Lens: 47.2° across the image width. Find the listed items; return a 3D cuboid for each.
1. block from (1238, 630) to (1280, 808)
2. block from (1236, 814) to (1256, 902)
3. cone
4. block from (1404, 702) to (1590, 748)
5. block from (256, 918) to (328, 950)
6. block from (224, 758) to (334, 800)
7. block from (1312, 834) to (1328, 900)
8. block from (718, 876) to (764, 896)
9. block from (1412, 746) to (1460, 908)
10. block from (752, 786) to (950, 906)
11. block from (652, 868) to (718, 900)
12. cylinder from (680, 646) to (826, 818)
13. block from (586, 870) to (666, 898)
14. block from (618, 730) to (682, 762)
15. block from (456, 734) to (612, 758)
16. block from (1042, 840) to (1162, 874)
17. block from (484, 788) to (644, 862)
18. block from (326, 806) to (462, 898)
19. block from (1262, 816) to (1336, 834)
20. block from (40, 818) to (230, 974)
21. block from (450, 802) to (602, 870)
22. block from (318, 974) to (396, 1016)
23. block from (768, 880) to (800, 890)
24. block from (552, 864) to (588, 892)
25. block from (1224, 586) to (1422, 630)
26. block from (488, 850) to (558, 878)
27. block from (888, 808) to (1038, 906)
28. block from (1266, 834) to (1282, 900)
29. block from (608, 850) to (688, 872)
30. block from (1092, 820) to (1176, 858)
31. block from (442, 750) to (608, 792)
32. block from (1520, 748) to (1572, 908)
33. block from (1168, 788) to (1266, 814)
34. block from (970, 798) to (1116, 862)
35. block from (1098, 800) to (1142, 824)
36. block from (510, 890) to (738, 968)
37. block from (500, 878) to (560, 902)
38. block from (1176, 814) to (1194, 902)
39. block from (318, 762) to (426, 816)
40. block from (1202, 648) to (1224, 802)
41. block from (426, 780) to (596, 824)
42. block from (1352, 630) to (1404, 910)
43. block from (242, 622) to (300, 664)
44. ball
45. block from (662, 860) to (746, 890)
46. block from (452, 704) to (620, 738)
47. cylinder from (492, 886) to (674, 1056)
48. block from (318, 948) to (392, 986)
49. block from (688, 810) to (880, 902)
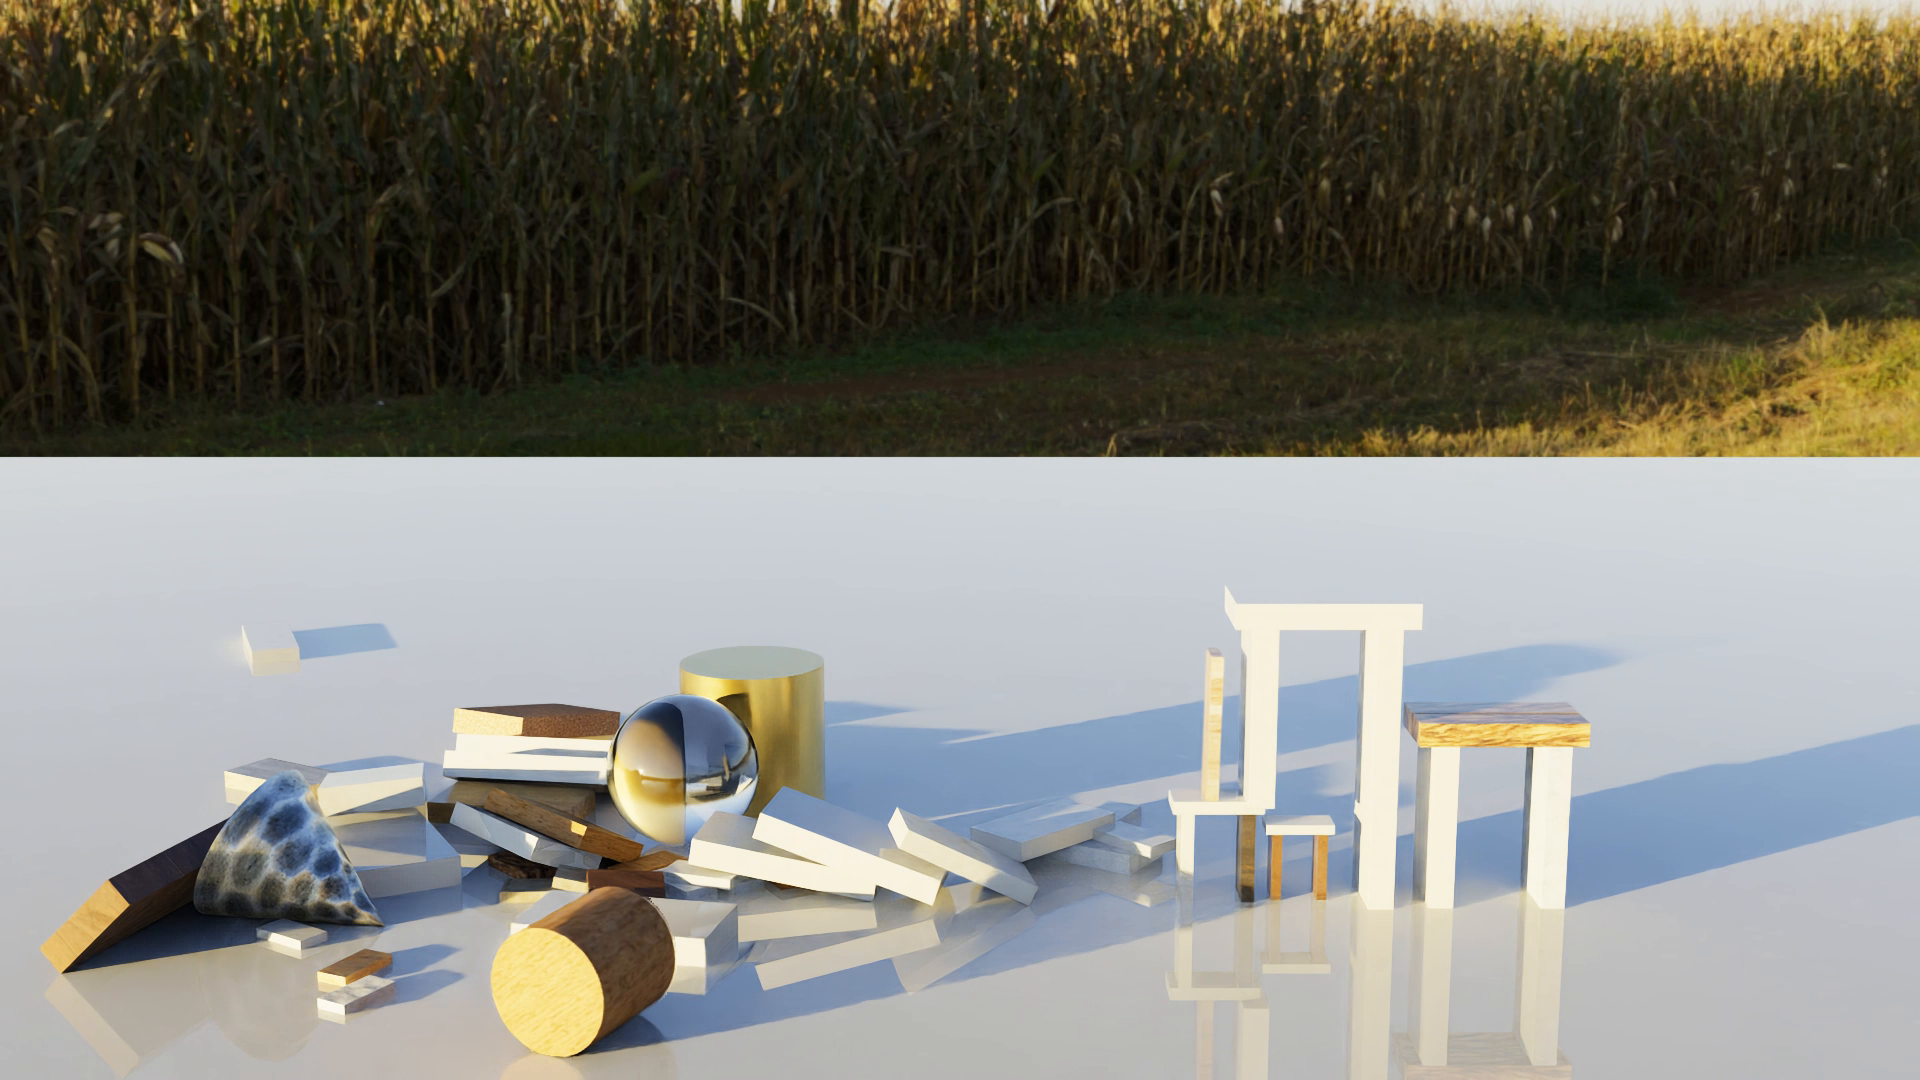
[{"bbox_3d":[0.489,0.276,3.608,0.042,0.297,0.148,0,11,0],"label":"block"},{"bbox_3d":[0.474,0.517,3.653,0.021,0.150,0.075,0,11,0],"label":"block"},{"bbox_3d":[-1.033,0.553,3.538,0.269,0.269,0.269,29,17,9],"label":"cone"},{"bbox_3d":[0.879,0.303,3.612,0.274,0.039,0.137,0,11,0],"label":"block"},{"bbox_3d":[-1.052,0.621,3.464,0.105,0.015,0.053,7,13,34],"label":"block"},{"bbox_3d":[-1.303,0.465,4.256,0.220,0.031,0.110,6,12,31],"label":"block"},{"bbox_3d":[0.598,0.535,3.656,0.016,0.113,0.056,0,11,0],"label":"block"},{"bbox_3d":[-0.398,0.571,3.723,0.127,0.018,0.063,9,14,42],"label":"block"},{"bbox_3d":[0.788,0.456,3.641,0.039,0.274,0.137,0,11,0],"label":"block"},{"bbox_3d":[-0.173,0.507,3.665,0.316,0.045,0.158,20,13,5],"label":"block"},{"bbox_3d":[-0.469,0.576,3.694,0.063,0.018,0.125,-9,14,-41],"label":"block"},{"bbox_3d":[-0.391,0.362,4.154,0.271,0.271,0.271,0,11,0],"label":"cylinder"},{"bbox_3d":[-0.550,0.571,3.617,0.125,0.018,0.063,4,33,-15],"label":"block"},{"bbox_3d":[-0.579,0.422,4.487,0.220,0.031,0.110,3,11,14],"label":"block"},{"bbox_3d":[-0.794,0.419,4.296,0.336,0.048,0.168,2,-11,9],"label":"block"},{"bbox_3d":[0.221,0.535,3.873,0.243,0.034,0.121,7,12,32],"label":"block"},{"bbox_3d":[-0.695,0.501,3.850,0.277,0.039,0.137,13,-10,42],"label":"block"},{"bbox_3d":[-1.002,0.536,3.823,0.178,0.050,0.355,-5,12,-27],"label":"block"},{"bbox_3d":[0.560,0.472,3.644,0.112,0.016,0.056,0,11,0],"label":"block"},{"bbox_3d":[-1.245,0.535,3.532,0.178,0.050,0.503,-42,-3,18],"label":"block"},{"bbox_3d":[-0.753,0.517,3.805,0.137,0.039,0.274,25,-9,-42],"label":"block"},{"bbox_3d":[-0.883,0.666,3.221,0.053,0.015,0.105,6,12,29],"label":"block"},{"bbox_3d":[-0.303,0.565,3.753,0.063,0.018,0.127,-6,12,-29],"label":"block"},{"bbox_3d":[-0.607,0.570,3.652,0.130,0.018,0.065,12,10,-3],"label":"block"},{"bbox_3d":[0.588,0.109,3.577,0.297,0.042,0.149,0,11,0],"label":"block"},{"bbox_3d":[-0.750,0.560,3.782,0.065,0.018,0.130,-9,14,-41],"label":"block"},{"bbox_3d":[0.004,0.523,3.639,0.243,0.034,0.122,26,5,-14],"label":"block"},{"bbox_3d":[0.523,0.535,3.656,0.016,0.113,0.056,0,11,0],"label":"block"},{"bbox_3d":[-0.536,0.562,3.772,0.063,0.018,0.125,10,14,42],"label":"block"},{"bbox_3d":[0.303,0.518,3.813,0.068,0.019,0.136,-10,14,-42],"label":"block"},{"bbox_3d":[-0.787,0.441,4.162,0.336,0.048,0.168,2,-12,8],"label":"block"},{"bbox_3d":[0.970,0.456,3.641,0.039,0.274,0.137,0,11,0],"label":"block"},{"bbox_3d":[0.424,0.432,3.637,0.150,0.021,0.075,0,11,0],"label":"block"},{"bbox_3d":[0.146,0.505,3.838,0.121,0.034,0.243,10,14,44],"label":"block"},{"bbox_3d":[0.274,0.511,4.044,0.068,0.019,0.136,6,12,29],"label":"block"},{"bbox_3d":[-0.524,0.608,3.451,0.316,0.045,0.158,2,11,13],"label":"block"},{"bbox_3d":[-0.695,0.583,3.658,0.130,0.018,0.065,0,11,-1],"label":"block"},{"bbox_3d":[0.374,0.517,3.652,0.021,0.150,0.075,0,11,0],"label":"block"},{"bbox_3d":[-1.073,0.456,4.031,0.178,0.050,0.355,-6,0,-13],"label":"block"},{"bbox_3d":[0.415,0.303,3.614,0.019,0.242,0.068,1,11,-1],"label":"block"},{"bbox_3d":[-0.832,0.493,4.083,0.274,0.039,0.137,2,11,12],"label":"block"},{"bbox_3d":[0.687,0.360,3.624,0.042,0.469,0.149,0,11,0],"label":"block"},{"bbox_3d":[-1.696,0.251,5.408,0.110,0.031,0.303,-4,11,-22],"label":"block"},{"bbox_3d":[-0.493,0.408,3.908,0.271,0.271,0.271,0,11,0],"label":"ball"},{"bbox_3d":[-0.429,0.560,3.681,0.127,0.018,0.063,4,11,19],"label":"block"},{"bbox_3d":[-0.866,0.374,4.522,0.168,0.048,0.336,5,0,26],"label":"block"},{"bbox_3d":[-0.528,0.604,3.090,0.184,0.184,0.184,5,12,24],"label":"cylinder"},{"bbox_3d":[-0.914,0.646,3.325,0.053,0.015,0.105,5,12,25],"label":"block"},{"bbox_3d":[-0.283,0.533,3.718,0.316,0.045,0.158,11,12,6],"label":"block"}]
